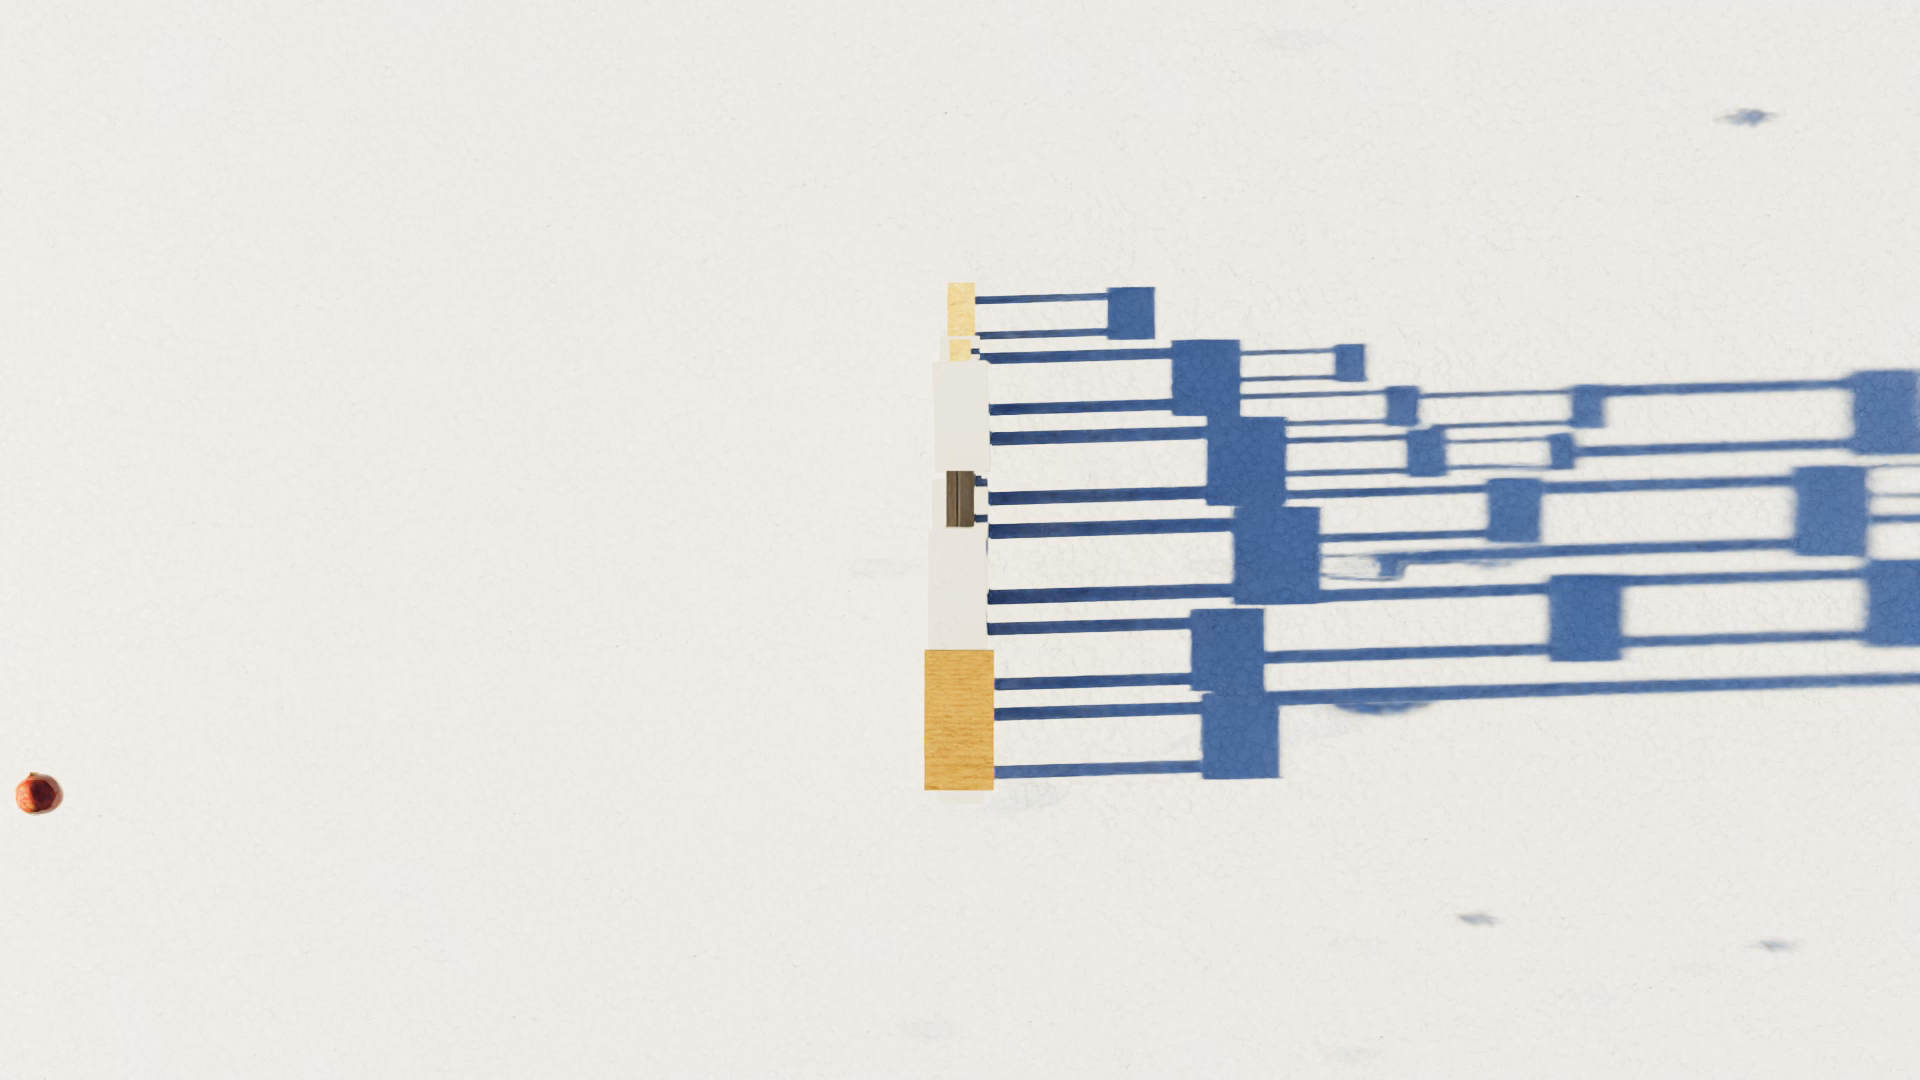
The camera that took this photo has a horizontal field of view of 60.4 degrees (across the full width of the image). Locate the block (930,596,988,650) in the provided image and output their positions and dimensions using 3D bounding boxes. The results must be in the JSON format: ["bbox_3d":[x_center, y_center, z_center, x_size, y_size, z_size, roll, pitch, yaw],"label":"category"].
[{"bbox_3d":[-0.002,0.305,4.456,0.153,0.043,0.305,0,90,0],"label":"block"}]

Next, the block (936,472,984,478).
[{"bbox_3d":[-0.002,-0.234,5.180,0.149,0.042,0.299,0,90,0],"label":"block"}]

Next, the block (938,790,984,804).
[{"bbox_3d":[0.001,0.681,5.188,0.145,0.041,0.291,0,90,0],"label":"block"}]

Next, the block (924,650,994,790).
[{"bbox_3d":[-0.002,0.443,4.067,0.171,0.049,0.343,0,90,0],"label":"block"}]

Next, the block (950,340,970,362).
[{"bbox_3d":[0.000,-0.550,5.066,0.066,0.019,0.131,0,90,0],"label":"block"}]

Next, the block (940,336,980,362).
[{"bbox_3d":[-0.001,-0.516,5.225,0.128,0.036,0.257,0,90,0],"label":"block"}]

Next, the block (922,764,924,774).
[{"bbox_3d":[-0.004,0.559,4.629,0.171,1.077,0.049,1,90,0],"label":"block"}]

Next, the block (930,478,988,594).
[{"bbox_3d":[-0.001,-0.011,4.532,0.157,0.044,0.314,0,90,0],"label":"block"}]

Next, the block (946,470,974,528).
[{"bbox_3d":[0.000,-0.108,4.350,0.074,0.021,0.149,0,91,-1],"label":"block"}]

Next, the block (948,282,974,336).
[{"bbox_3d":[0.004,-0.738,5.310,0.089,0.025,0.177,0,90,0],"label":"block"}]

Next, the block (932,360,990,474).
[{"bbox_3d":[0.003,-0.333,4.474,0.149,0.042,0.298,-2,90,0],"label":"block"}]

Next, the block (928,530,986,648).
[{"bbox_3d":[-0.008,0.120,4.121,0.146,0.041,0.292,0,90,0],"label":"block"}]
